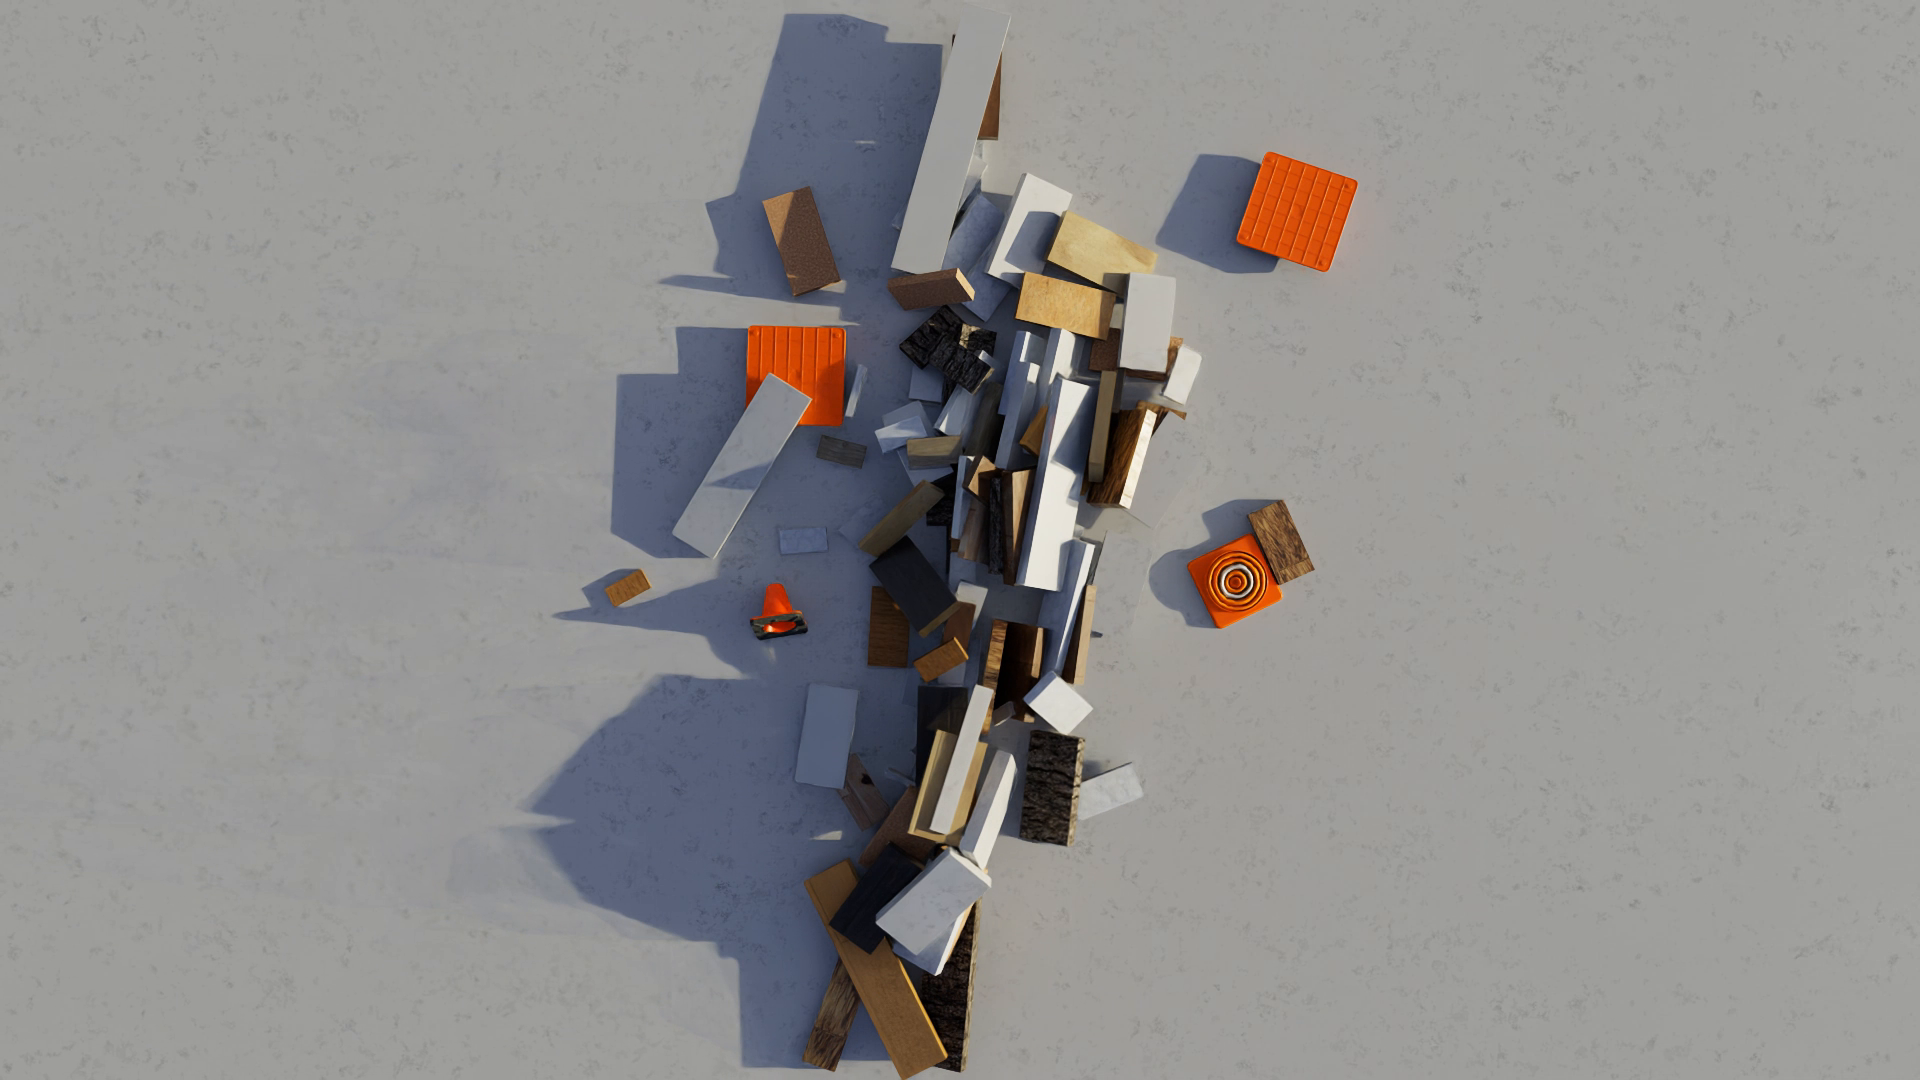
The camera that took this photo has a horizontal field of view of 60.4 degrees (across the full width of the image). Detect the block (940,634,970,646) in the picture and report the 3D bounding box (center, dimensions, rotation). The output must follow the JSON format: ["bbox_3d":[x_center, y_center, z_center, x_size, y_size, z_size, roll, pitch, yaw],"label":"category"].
[{"bbox_3d":[-0.011,0.312,5.440,0.094,0.027,0.188,10,69,2],"label":"block"}]

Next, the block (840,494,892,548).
[{"bbox_3d":[-0.310,-0.064,5.487,0.089,0.025,0.177,45,90,0],"label":"block"}]

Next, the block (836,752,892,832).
[{"bbox_3d":[-0.336,0.838,5.483,0.117,0.033,0.233,-31,90,0],"label":"block"}]

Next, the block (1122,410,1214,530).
[{"bbox_3d":[0.662,-0.229,5.428,0.177,0.050,0.354,34,90,0],"label":"block"}]

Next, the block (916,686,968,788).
[{"bbox_3d":[-0.058,0.637,5.330,0.162,0.046,0.324,1,91,1],"label":"block"}]

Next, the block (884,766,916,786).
[{"bbox_3d":[-0.174,0.797,5.462,0.152,0.076,0.022,25,90,0],"label":"block"}]

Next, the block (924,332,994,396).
[{"bbox_3d":[-0.003,-0.573,5.364,0.213,0.030,0.107,38,95,20],"label":"block"}]

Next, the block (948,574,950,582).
[{"bbox_3d":[0.005,0.113,5.459,0.085,0.024,0.169,0,69,0],"label":"block"}]

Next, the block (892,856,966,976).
[{"bbox_3d":[-0.082,1.223,5.368,0.168,0.048,0.337,24,98,23],"label":"block"}]

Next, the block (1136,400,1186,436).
[{"bbox_3d":[0.627,-0.283,5.477,0.165,0.047,0.329,15,90,0],"label":"block"}]

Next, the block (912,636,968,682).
[{"bbox_3d":[-0.063,0.389,5.347,0.163,0.023,0.081,-30,100,15],"label":"block"}]

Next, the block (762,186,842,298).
[{"bbox_3d":[-0.525,-0.991,5.477,0.163,0.046,0.327,-18,90,0],"label":"block"}]

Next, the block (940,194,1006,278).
[{"bbox_3d":[0.036,-0.986,5.450,0.138,0.039,0.276,34,92,-24],"label":"block"}]

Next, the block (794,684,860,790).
[{"bbox_3d":[-0.438,0.648,5.456,0.163,0.046,0.327,8,85,4],"label":"block"}]

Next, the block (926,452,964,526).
[{"bbox_3d":[-0.043,-0.181,5.447,0.135,0.038,0.270,0,75,0],"label":"block"}]

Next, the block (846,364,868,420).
[{"bbox_3d":[-0.343,-0.490,5.456,0.025,0.087,0.175,15,90,0],"label":"block"}]

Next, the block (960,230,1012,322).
[{"bbox_3d":[0.110,-0.874,5.457,0.138,0.039,0.276,36,90,-21],"label":"block"}]

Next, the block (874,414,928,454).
[{"bbox_3d":[-0.192,-0.344,5.373,0.156,0.022,0.078,-21,79,-6],"label":"block"}]

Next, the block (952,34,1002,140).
[{"bbox_3d":[0.050,-1.489,5.430,0.165,0.047,0.329,2,90,0],"label":"block"}]

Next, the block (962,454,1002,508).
[{"bbox_3d":[0.108,-0.166,5.334,0.234,0.033,0.117,37,72,-41],"label":"block"}]

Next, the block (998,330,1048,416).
[{"bbox_3d":[0.210,-0.536,5.432,0.040,0.140,0.280,13,90,36],"label":"block"}]

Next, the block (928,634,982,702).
[{"bbox_3d":[-0.025,0.476,5.425,0.162,0.046,0.324,6,72,0],"label":"block"}]

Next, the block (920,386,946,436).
[{"bbox_3d":[-0.097,-0.377,5.452,0.135,0.038,0.270,5,77,0],"label":"block"}]

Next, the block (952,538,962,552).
[{"bbox_3d":[0.007,-0.028,5.436,0.070,0.020,0.140,1,72,0],"label":"block"}]

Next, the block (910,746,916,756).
[{"bbox_3d":[-0.086,0.726,5.453,0.073,0.021,0.146,-42,78,-13],"label":"block"}]

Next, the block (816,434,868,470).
[{"bbox_3d":[-0.394,-0.293,5.489,0.156,0.022,0.078,15,90,0],"label":"block"}]

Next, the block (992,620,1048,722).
[{"bbox_3d":[0.198,0.432,5.427,0.044,0.155,0.311,9,90,-41],"label":"block"}]

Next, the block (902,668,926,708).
[{"bbox_3d":[-0.151,0.491,5.491,0.062,0.018,0.124,12,90,0],"label":"block"}]

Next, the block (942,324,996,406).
[{"bbox_3d":[0.032,-0.564,5.445,0.138,0.039,0.276,10,90,-34],"label":"block"}]

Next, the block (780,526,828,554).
[{"bbox_3d":[-0.520,0.002,5.489,0.156,0.022,0.078,-5,90,0],"label":"block"}]

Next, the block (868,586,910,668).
[{"bbox_3d":[-0.234,0.289,5.481,0.131,0.037,0.262,3,90,0],"label":"block"}]

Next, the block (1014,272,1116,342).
[{"bbox_3d":[0.344,-0.766,5.411,0.311,0.044,0.156,12,90,-9],"label":"block"}]

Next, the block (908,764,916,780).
[{"bbox_3d":[-0.089,0.784,5.468,0.146,0.021,0.073,25,92,6],"label":"block"}]

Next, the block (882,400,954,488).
[{"bbox_3d":[-0.139,-0.310,5.397,0.135,0.038,0.270,-24,79,-6],"label":"block"}]

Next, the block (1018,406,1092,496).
[{"bbox_3d":[0.337,-0.290,5.394,0.294,0.042,0.147,39,76,-30],"label":"block"}]

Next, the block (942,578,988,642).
[{"bbox_3d":[0.016,0.231,5.383,0.094,0.027,0.188,19,102,-4],"label":"block"}]

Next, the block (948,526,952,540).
[{"bbox_3d":[0.001,-0.066,5.469,0.070,0.020,0.140,2,72,1],"label":"block"}]

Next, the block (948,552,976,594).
[{"bbox_3d":[0.007,0.127,5.409,0.085,0.024,0.169,3,87,0],"label":"block"}]

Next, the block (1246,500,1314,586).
[{"bbox_3d":[1.065,0.008,5.482,0.128,0.036,0.256,-24,90,0],"label":"block"}]

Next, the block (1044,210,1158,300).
[{"bbox_3d":[0.463,-0.929,5.423,0.348,0.049,0.174,22,89,-17],"label":"block"}]

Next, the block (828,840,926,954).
[{"bbox_3d":[-0.259,1.162,5.355,0.169,0.048,0.338,36,100,0],"label":"block"}]

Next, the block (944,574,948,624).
[{"bbox_3d":[-0.003,0.198,5.454,0.094,0.027,0.188,1,69,0],"label":"block"}]

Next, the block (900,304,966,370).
[{"bbox_3d":[-0.088,-0.672,5.457,0.213,0.030,0.107,-43,81,-11],"label":"block"}]

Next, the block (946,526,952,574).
[{"bbox_3d":[-0.003,0.026,5.462,0.085,0.024,0.169,1,72,0],"label":"block"}]

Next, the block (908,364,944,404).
[{"bbox_3d":[-0.103,-0.559,5.458,0.107,0.030,0.213,7,76,1],"label":"block"}]

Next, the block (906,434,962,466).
[{"bbox_3d":[-0.082,-0.289,5.346,0.177,0.025,0.089,-4,99,-2],"label":"block"}]

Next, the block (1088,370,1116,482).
[{"bbox_3d":[0.463,-0.368,5.366,0.046,0.162,0.325,7,71,7],"label":"block"}]

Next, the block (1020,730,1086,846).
[{"bbox_3d":[0.303,0.816,5.435,0.177,0.050,0.354,6,90,29],"label":"block"}]
